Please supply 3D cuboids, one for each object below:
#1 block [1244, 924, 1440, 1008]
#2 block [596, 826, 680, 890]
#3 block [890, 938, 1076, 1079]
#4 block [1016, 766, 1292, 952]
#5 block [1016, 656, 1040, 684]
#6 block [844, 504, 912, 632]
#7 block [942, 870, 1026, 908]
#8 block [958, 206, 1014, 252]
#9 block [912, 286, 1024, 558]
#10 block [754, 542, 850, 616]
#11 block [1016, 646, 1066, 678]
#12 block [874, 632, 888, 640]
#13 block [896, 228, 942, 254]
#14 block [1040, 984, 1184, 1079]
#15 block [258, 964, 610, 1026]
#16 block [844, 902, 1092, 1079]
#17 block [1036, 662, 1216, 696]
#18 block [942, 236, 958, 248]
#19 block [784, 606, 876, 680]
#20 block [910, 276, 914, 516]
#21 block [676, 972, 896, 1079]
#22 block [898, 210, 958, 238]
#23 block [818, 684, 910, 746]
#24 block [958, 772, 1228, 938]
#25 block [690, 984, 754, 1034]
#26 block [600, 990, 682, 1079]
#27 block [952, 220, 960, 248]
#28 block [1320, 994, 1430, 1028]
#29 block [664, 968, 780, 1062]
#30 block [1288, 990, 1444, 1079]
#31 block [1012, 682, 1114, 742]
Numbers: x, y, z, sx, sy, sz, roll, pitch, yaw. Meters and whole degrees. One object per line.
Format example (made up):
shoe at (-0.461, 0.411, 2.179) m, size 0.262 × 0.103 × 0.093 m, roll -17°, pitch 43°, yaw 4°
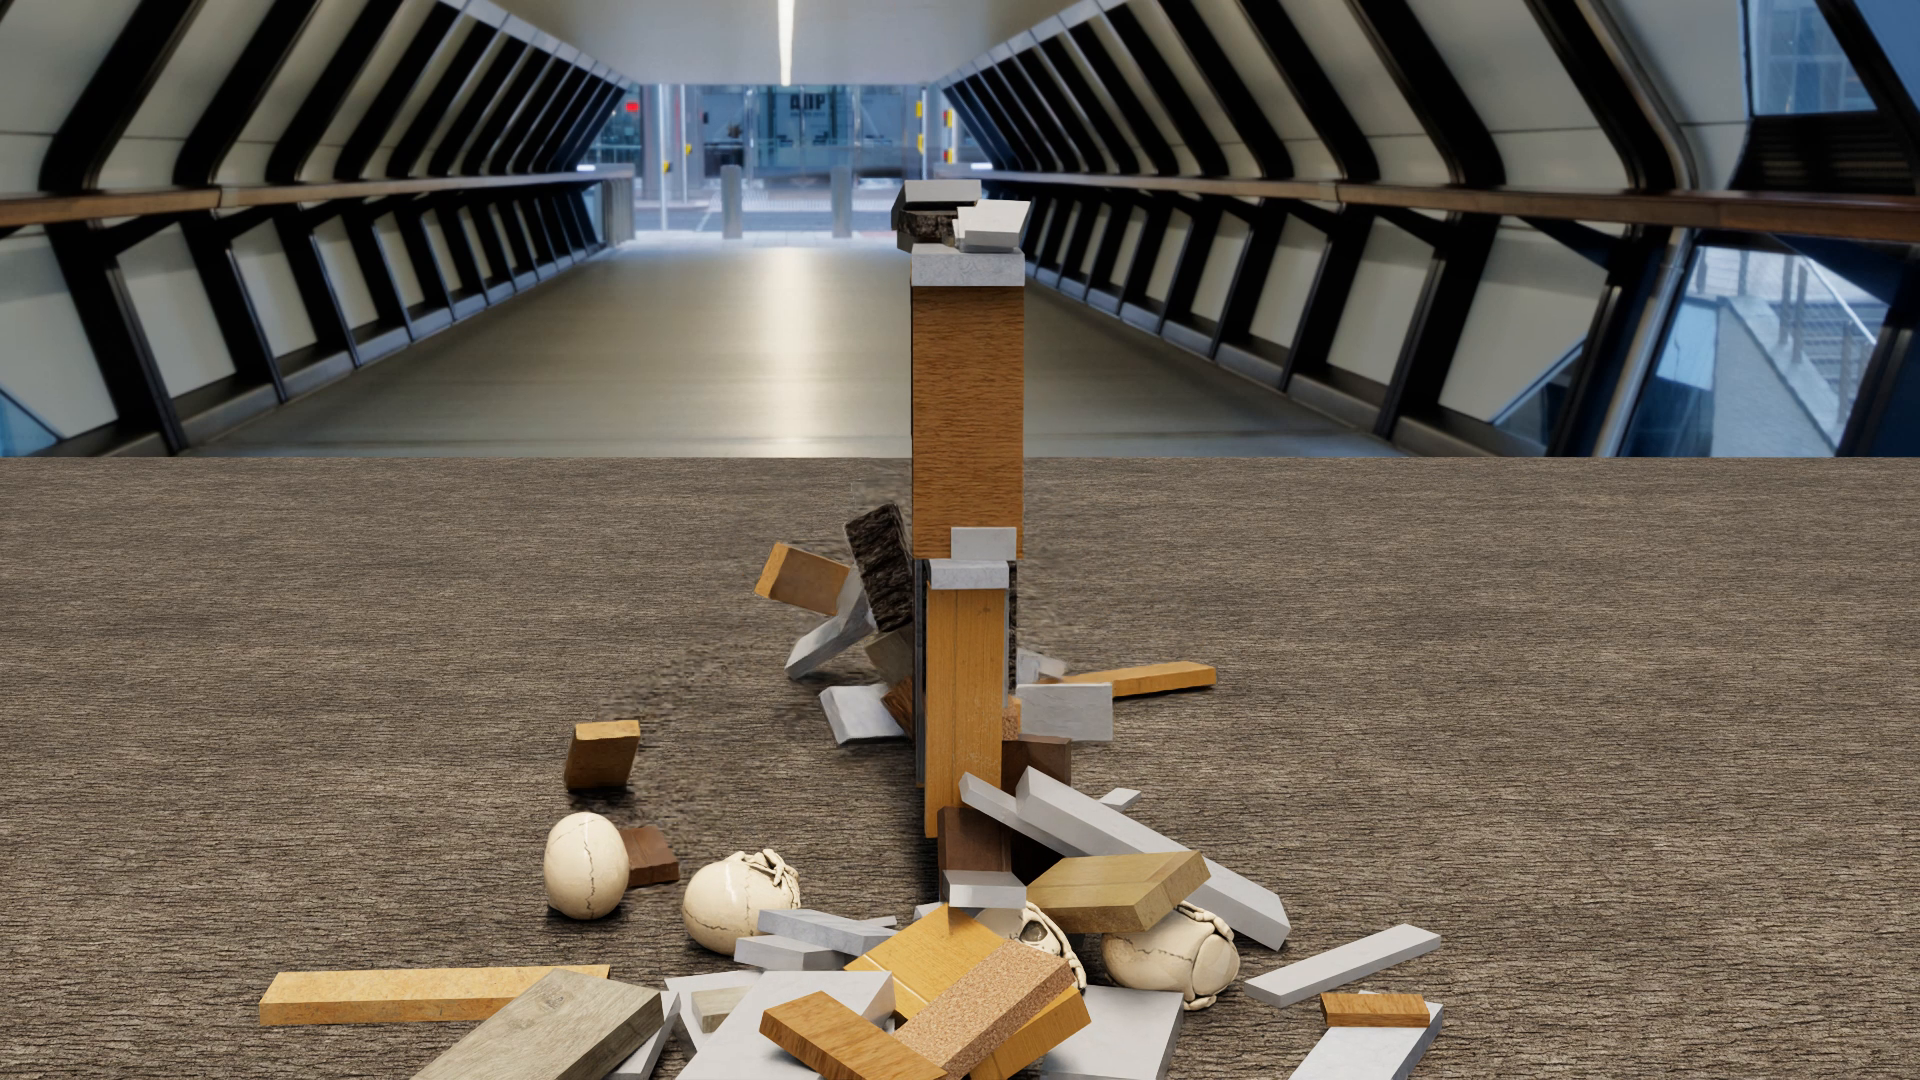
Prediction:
block at (0.583, 0.643, 3.331) m, size 0.374 × 0.020 × 0.071 m, roll -9°, pitch 14°, yaw -40°
block at (-0.558, 0.547, 3.802) m, size 0.106 × 0.030 × 0.212 m, roll -7°, pitch 12°, yaw -17°
block at (0.022, 0.608, 2.827) m, size 0.239 × 0.034 × 0.120 m, roll -34°, pitch 25°, yaw -31°
block at (0.300, 0.499, 3.462) m, size 0.460 × 0.043 × 0.151 m, roll 28°, pitch 10°, yaw -5°
block at (0.139, 0.315, 4.827) m, size 0.058 × 0.116 × 0.016 m, roll 10°, pitch -1°, yaw 33°
block at (-0.147, 0.057, 4.498) m, size 0.118 × 0.237 × 0.034 m, roll -27°, pitch -15°, yaw 31°
block at (0.032, 0.509, 3.210) m, size 0.106 × 0.030 × 0.327 m, roll 2°, pitch -5°, yaw -2°
block at (0.039, -0.481, 3.401) m, size 0.081 × 0.023 × 0.163 m, roll 0°, pitch 25°, yaw -1°
block at (0.012, -0.184, 3.400) m, size 0.170 × 0.424 × 0.048 m, roll 0°, pitch 11°, yaw -1°
block at (-0.341, 0.091, 4.912) m, size 0.034 × 0.118 × 0.432 m, roll 24°, pitch 0°, yaw 18°
block at (0.104, 0.251, 4.938) m, size 0.257 × 0.036 × 0.129 m, roll 18°, pitch -1°, yaw -5°
block at (-0.105, 0.185, 5.180) m, size 0.129 × 0.036 × 0.257 m, roll -13°, pitch -25°, yaw -34°
block at (-0.028, -0.527, 3.881) m, size 0.132 × 0.037 × 0.291 m, roll -2°, pitch 11°, yaw -9°
block at (0.212, 0.691, 3.010) m, size 0.151 × 0.043 × 0.302 m, roll 2°, pitch 11°, yaw 13°
block at (-0.758, 0.661, 3.197) m, size 0.484 × 0.033 × 0.117 m, roll -1°, pitch 11°, yaw -4°
block at (0.004, 0.610, 2.956) m, size 0.179 × 0.051 × 0.358 m, roll -29°, pitch 23°, yaw -21°
block at (0.349, 0.324, 4.966) m, size 0.458 × 0.036 × 0.128 m, roll -5°, pitch 6°, yaw -26°
block at (0.002, -0.482, 3.546) m, size 0.051 × 0.014 × 0.102 m, roll -1°, pitch 11°, yaw -7°
block at (-0.286, 0.220, 5.078) m, size 0.257 × 0.036 × 0.128 m, roll -32°, pitch 18°, yaw 28°
block at (-0.008, -0.257, 3.940) m, size 0.158 × 0.427 × 0.045 m, roll 0°, pitch 11°, yaw -1°
block at (-0.219, 0.641, 2.781) m, size 0.179 × 0.051 × 0.364 m, roll -3°, pitch 11°, yaw 15°
block at (-0.023, -0.538, 3.732) m, size 0.132 × 0.037 × 0.264 m, roll -2°, pitch 10°, yaw -8°
block at (-0.184, 0.357, 4.507) m, size 0.033 × 0.116 × 0.231 m, roll -34°, pitch -21°, yaw 31°
block at (0.209, 0.495, 3.457) m, size 0.473 × 0.023 × 0.081 m, roll 29°, pitch 9°, yaw -11°
block at (-0.276, 0.643, 3.042) m, size 0.178 × 0.025 × 0.089 m, roll -3°, pitch 11°, yaw -17°
block at (-0.448, 0.677, 2.988) m, size 0.089 × 0.025 × 0.178 m, roll -3°, pitch 25°, yaw 12°
block at (0.015, -0.488, 3.495) m, size 0.051 × 0.014 × 0.102 m, roll 0°, pitch 25°, yaw -4°
block at (0.579, 0.657, 3.070) m, size 0.141 × 0.020 × 0.071 m, roll 0°, pitch 11°, yaw 2°
block at (-0.292, 0.683, 3.034) m, size 0.175 × 0.049 × 0.349 m, roll -3°, pitch 11°, yaw -17°
block at (0.555, 0.698, 2.994) m, size 0.120 × 0.034 × 0.343 m, roll 5°, pitch 12°, yaw 26°
block at (0.202, 0.360, 4.584) m, size 0.231 × 0.116 × 0.033 m, roll -1°, pitch 5°, yaw -5°
